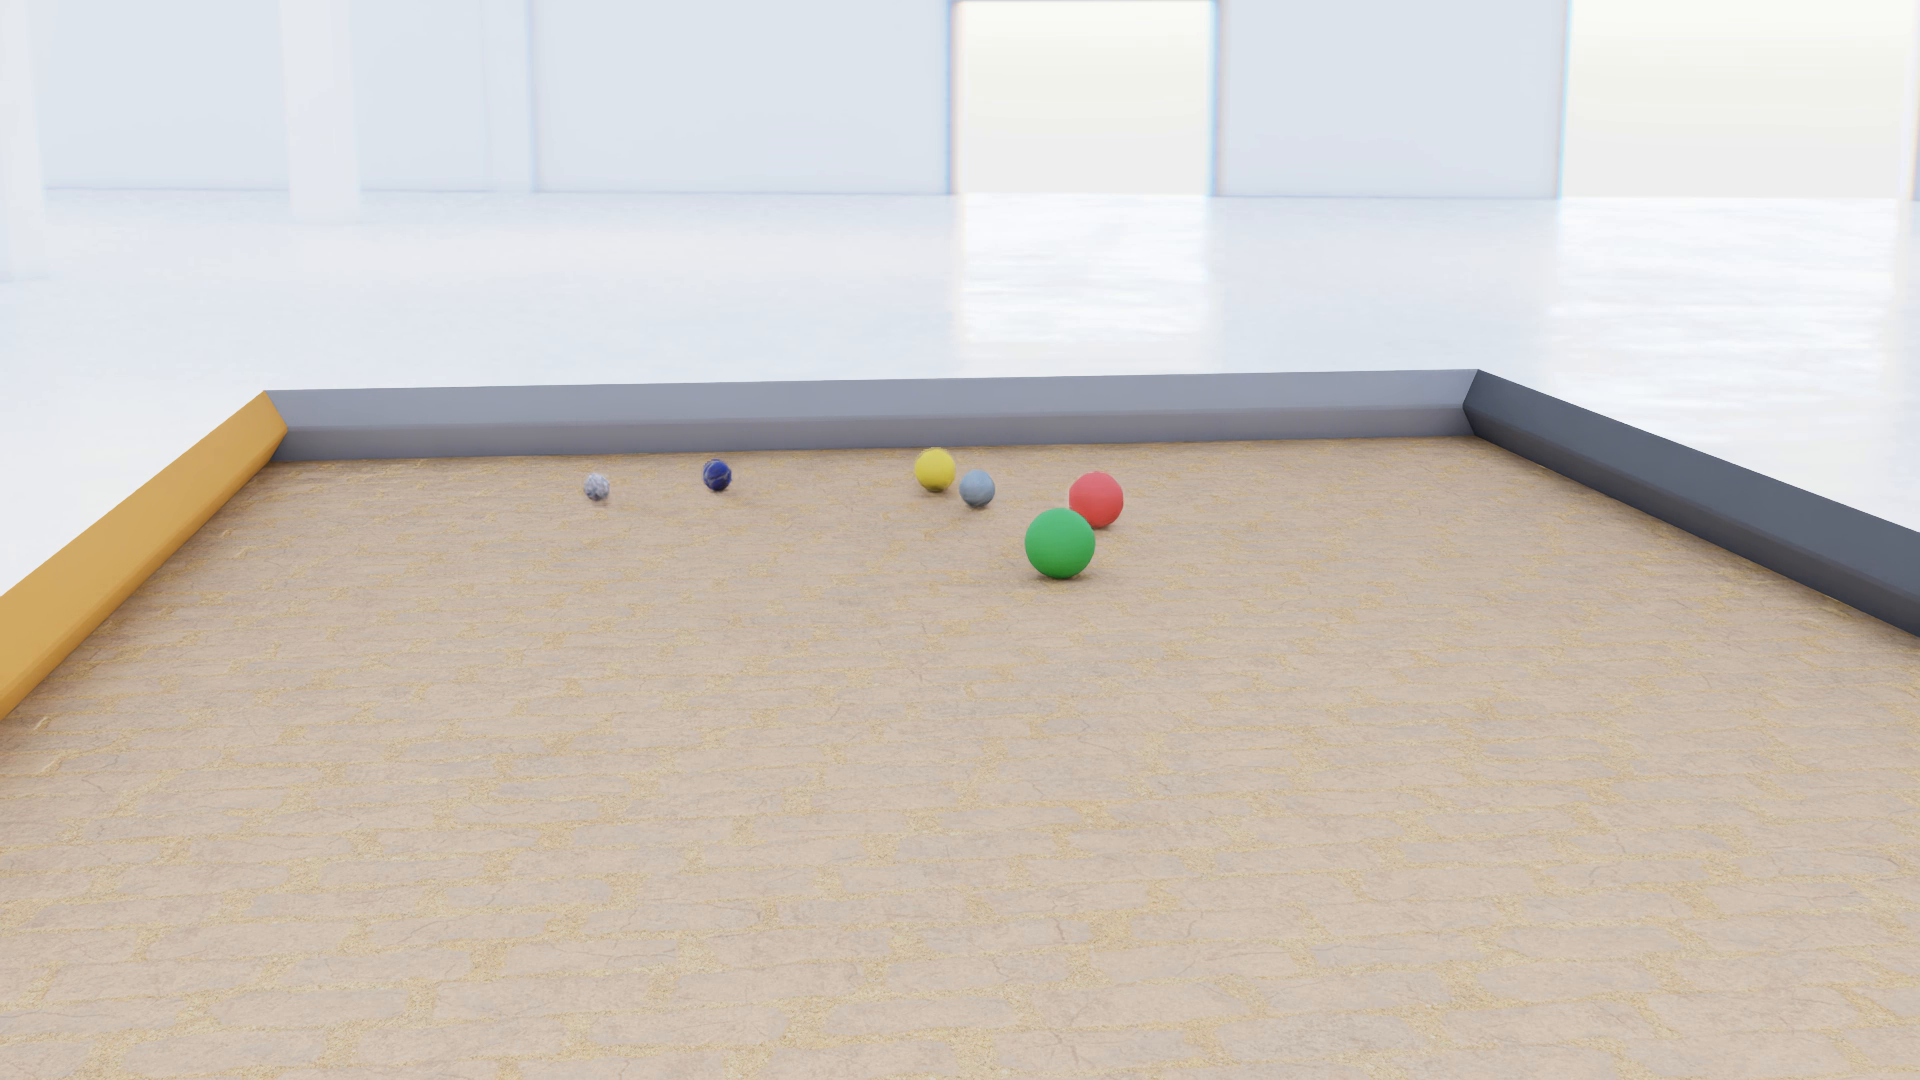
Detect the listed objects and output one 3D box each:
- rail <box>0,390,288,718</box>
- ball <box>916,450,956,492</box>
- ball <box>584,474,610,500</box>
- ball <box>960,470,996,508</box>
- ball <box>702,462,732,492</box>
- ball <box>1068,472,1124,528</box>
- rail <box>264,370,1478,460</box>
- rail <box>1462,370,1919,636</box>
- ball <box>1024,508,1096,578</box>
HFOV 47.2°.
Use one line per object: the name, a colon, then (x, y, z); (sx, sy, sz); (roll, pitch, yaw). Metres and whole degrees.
rail: (-0.967, 0.205, 2.011); (0.045, 0.126, 3.965); (-2, 12, -7)
ball: (-0.040, -0.115, 3.655); (0.069, 0.069, 0.069); (0, 12, 0)
ball: (-0.591, -0.085, 3.575); (0.043, 0.043, 0.043); (0, 12, 0)
ball: (0.028, -0.082, 3.522); (0.058, 0.058, 0.058); (0, 12, 0)
ball: (-0.404, -0.106, 3.658); (0.049, 0.049, 0.049); (0, 12, 0)
ball: (0.209, -0.062, 3.366); (0.085, 0.085, 0.085); (0, 12, 0)
rail: (-0.123, -0.230, 4.048); (2.250, 0.126, 0.045); (-2, 12, -7)
rail: (1.218, 0.147, 2.284); (0.045, 0.126, 3.965); (-2, 12, -7)
ball: (0.138, 0.005, 3.027); (0.097, 0.097, 0.097); (0, 12, 0)
